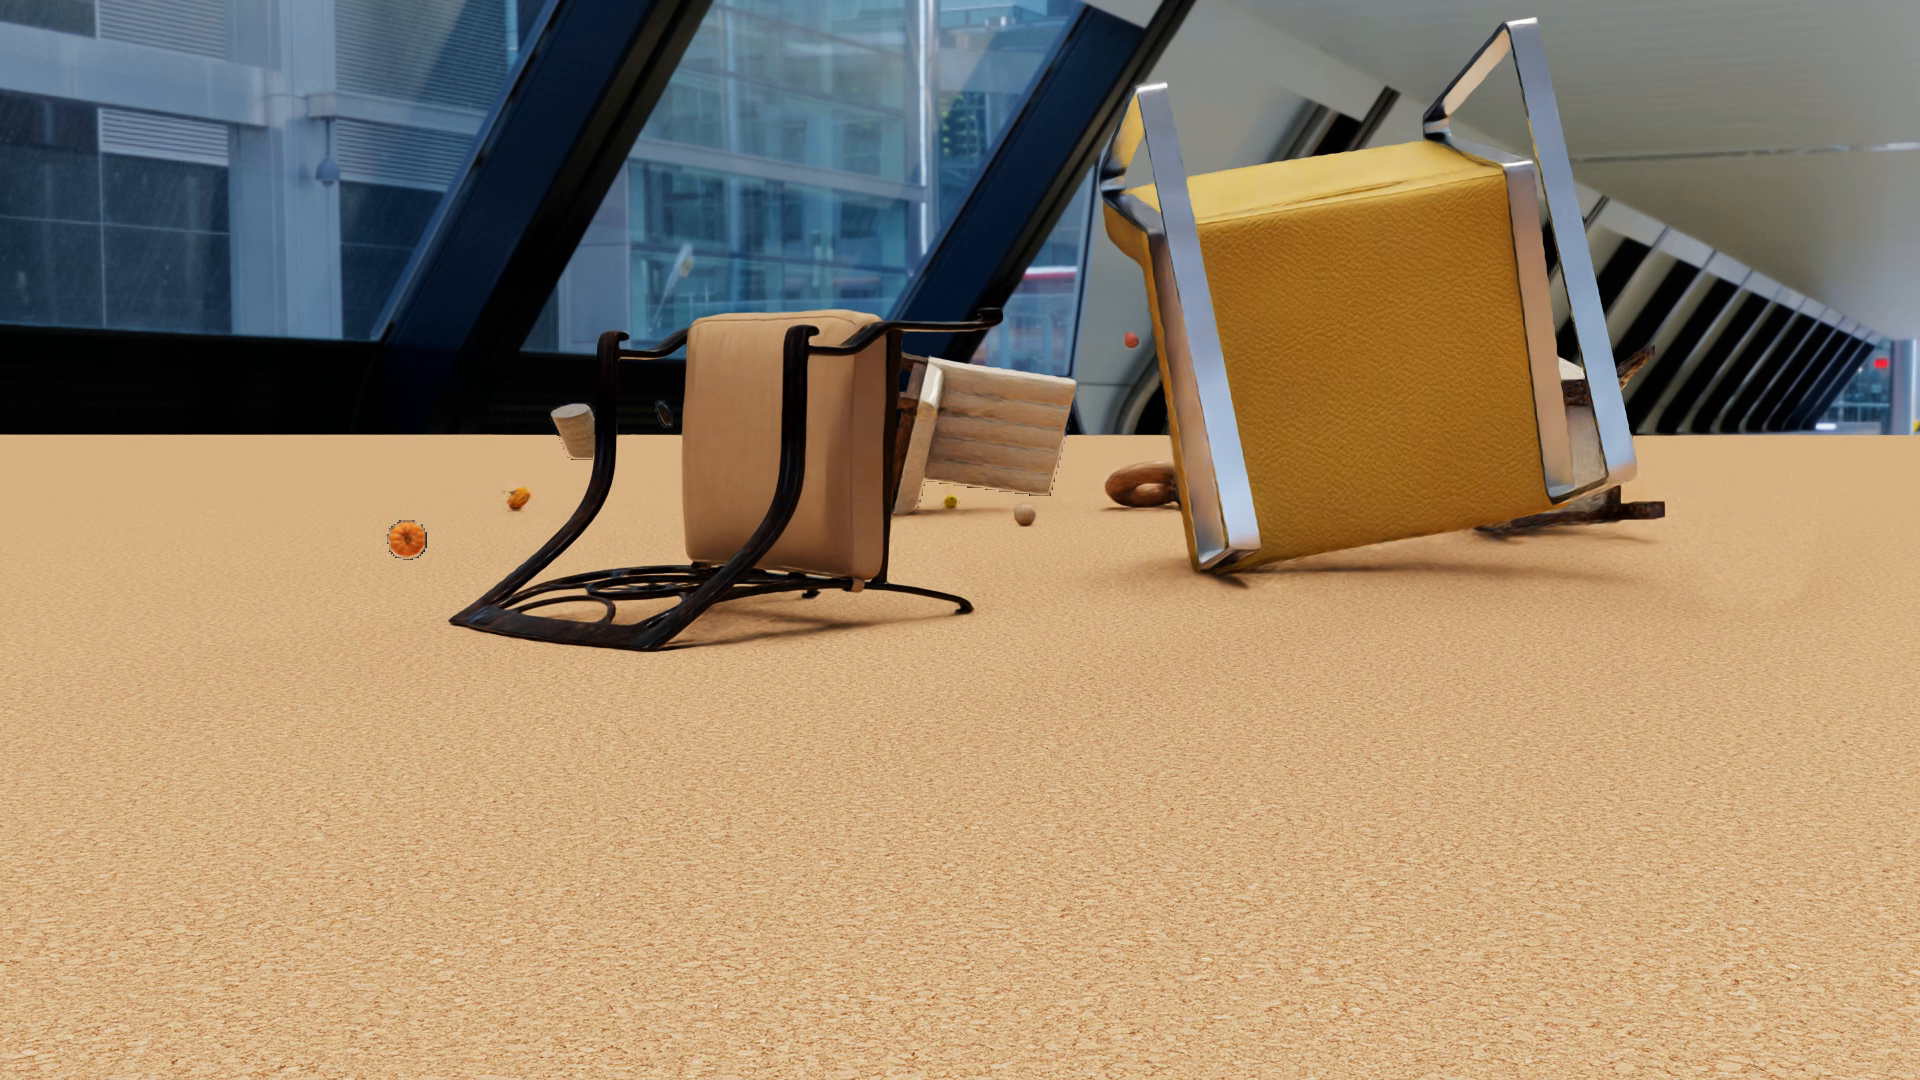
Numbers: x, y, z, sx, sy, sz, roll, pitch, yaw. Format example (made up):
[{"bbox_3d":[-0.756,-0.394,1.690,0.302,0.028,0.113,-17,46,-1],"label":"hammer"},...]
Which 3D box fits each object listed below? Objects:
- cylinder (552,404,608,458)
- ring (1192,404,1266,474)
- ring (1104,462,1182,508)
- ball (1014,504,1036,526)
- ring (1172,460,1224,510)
[{"bbox_3d":[-1.405,-0.404,8.114,0.114,0.163,0.308,-30,19,-23],"label":"cylinder"},{"bbox_3d":[0.712,-0.269,5.824,0.186,0.127,0.244,16,25,-20],"label":"ring"},{"bbox_3d":[0.711,-0.208,8.274,0.305,0.074,0.386,-28,-28,36],"label":"ring"},{"bbox_3d":[0.213,-0.083,7.221,0.074,0.074,0.074,0,4,0],"label":"ball"},{"bbox_3d":[0.879,-0.201,8.125,0.212,0.183,0.105,-29,11,31],"label":"ring"}]
